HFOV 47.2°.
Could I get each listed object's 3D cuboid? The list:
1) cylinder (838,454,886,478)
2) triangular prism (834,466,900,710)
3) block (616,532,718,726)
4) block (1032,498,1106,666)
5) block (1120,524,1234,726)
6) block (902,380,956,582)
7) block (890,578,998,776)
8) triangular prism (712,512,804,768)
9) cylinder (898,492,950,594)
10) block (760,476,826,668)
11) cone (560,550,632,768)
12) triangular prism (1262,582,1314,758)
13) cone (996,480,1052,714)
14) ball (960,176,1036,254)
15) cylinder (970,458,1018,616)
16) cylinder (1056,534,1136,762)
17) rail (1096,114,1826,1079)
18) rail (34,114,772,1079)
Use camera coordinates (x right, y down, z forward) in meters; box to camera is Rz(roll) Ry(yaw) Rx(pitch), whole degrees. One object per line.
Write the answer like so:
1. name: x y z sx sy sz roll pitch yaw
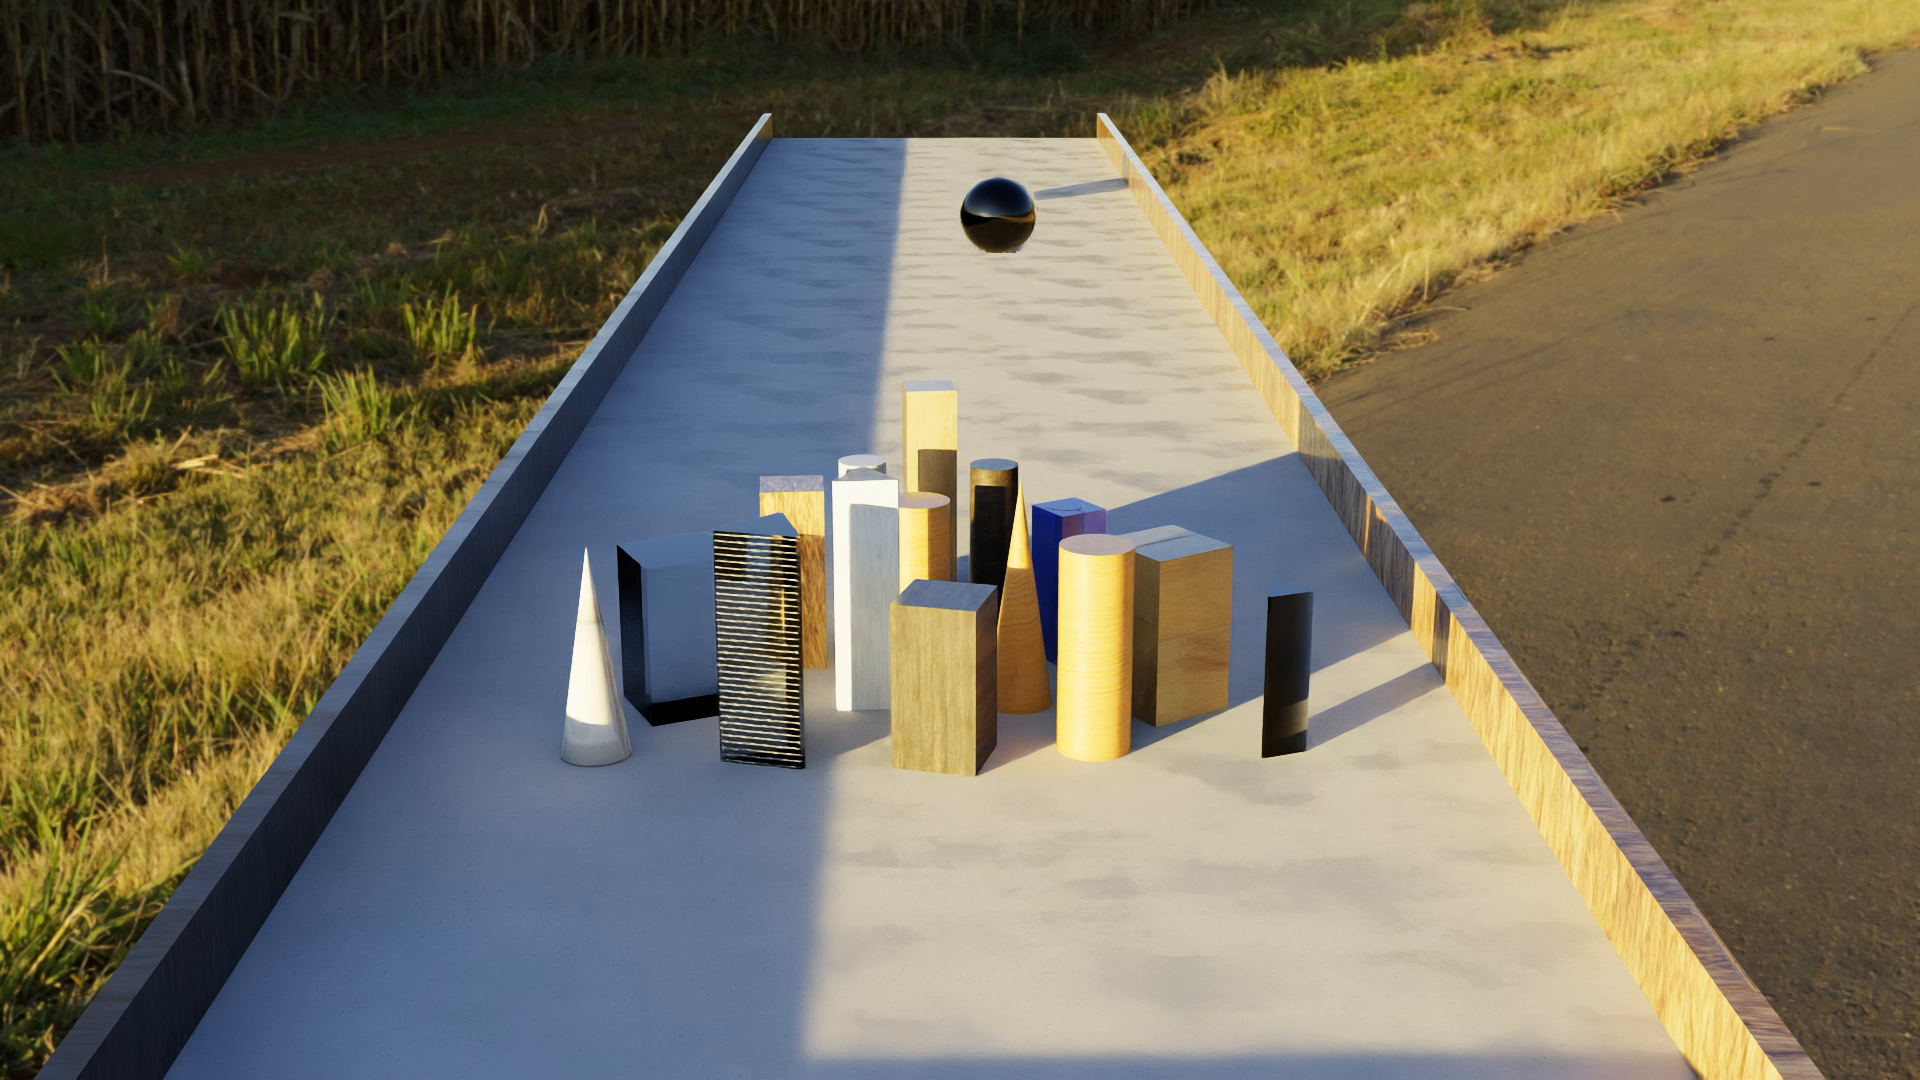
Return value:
1. cylinder: -0.203 -0.002 4.632 0.101 0.342 0.101 0 17 0
2. triangular prism: -0.177 0.091 4.137 0.120 0.447 0.104 -2 17 -6
3. block: -0.526 0.165 4.137 0.178 0.305 0.178 -8 18 -25
4. block: 0.216 0.083 4.402 0.105 0.311 0.105 -10 19 -31
5. block: 0.384 0.158 4.134 0.175 0.320 0.175 -11 20 -33
6. block: -0.067 -0.123 4.858 0.109 0.445 0.109 -2 17 -6
7. block: -0.027 0.241 3.883 0.152 0.304 0.152 4 17 14
8. triangular prism: -0.334 0.174 3.891 0.155 0.427 0.134 4 17 14
9. cylinder: -0.083 0.079 4.388 0.127 0.327 0.127 0 17 0
10. block: -0.331 0.064 4.374 0.124 0.364 0.124 -1 17 -4
11. cone: -0.651 0.197 3.883 0.127 0.389 0.127 0 17 0
12. triangular prism: 0.566 0.229 3.927 0.090 0.302 0.078 -7 18 -22
13. cone: 0.112 0.097 4.122 0.127 0.443 0.127 0 17 0
14. ball: 0.161 -1.367 9.260 0.321 0.321 0.321 0 17 0
15. cylinder: 0.071 0.005 4.618 0.102 0.338 0.102 0 17 0
16. cylinder: 0.241 0.191 3.914 0.134 0.382 0.134 0 17 0
17. rail: 0.932 -0.844 7.801 0.050 0.150 12.000 0 17 -1
18. rail: -1.118 -0.838 7.780 0.050 0.150 12.000 0 17 -1
